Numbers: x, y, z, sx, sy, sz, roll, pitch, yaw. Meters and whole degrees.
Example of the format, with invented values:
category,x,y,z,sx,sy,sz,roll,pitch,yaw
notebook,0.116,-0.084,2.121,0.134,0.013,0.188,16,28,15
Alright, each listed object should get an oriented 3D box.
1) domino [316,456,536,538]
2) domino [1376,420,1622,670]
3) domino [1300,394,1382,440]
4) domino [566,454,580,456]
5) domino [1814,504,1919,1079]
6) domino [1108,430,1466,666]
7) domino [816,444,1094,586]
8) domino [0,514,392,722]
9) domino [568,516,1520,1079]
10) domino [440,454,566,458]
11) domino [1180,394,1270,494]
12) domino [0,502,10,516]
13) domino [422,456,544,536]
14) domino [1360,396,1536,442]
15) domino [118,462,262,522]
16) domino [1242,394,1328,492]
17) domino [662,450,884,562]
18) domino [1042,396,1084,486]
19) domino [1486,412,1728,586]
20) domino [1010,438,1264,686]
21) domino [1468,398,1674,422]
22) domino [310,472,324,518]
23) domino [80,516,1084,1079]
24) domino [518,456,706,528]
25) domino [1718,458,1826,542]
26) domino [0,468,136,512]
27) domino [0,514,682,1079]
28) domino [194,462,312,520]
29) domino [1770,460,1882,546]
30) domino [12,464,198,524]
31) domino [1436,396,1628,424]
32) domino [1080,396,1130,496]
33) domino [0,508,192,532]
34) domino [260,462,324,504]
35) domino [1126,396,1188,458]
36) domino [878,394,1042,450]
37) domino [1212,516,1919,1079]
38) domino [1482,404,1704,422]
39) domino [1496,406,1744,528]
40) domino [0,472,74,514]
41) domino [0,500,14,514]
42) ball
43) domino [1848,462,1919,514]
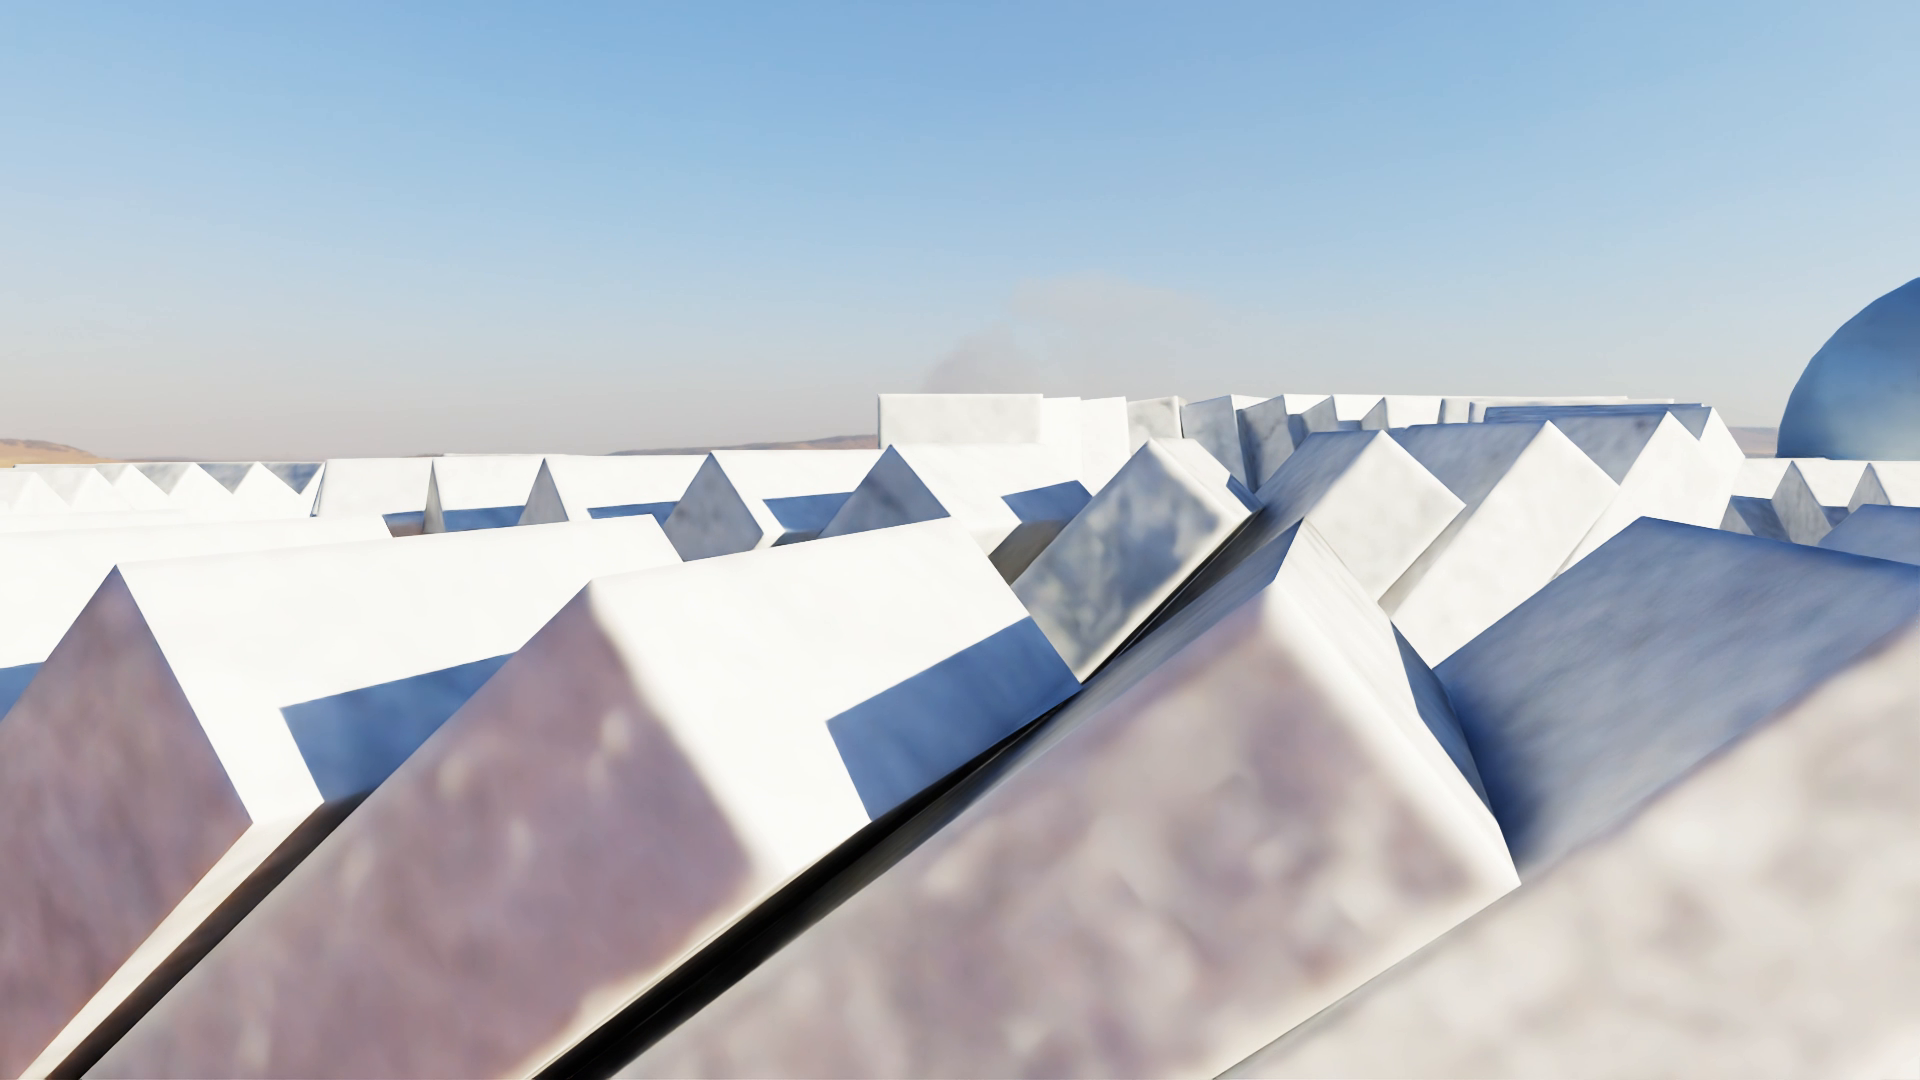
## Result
category,x,y,z,sx,sy,sz,roll,pitch,yaw
domino,-0.062,0.010,0.162,0.025,0.009,0.050,-2,-38,-14
domino,0.038,0.011,0.125,0.009,0.050,0.025,39,-2,-9
domino,0.073,0.001,0.212,0.025,0.050,0.010,-2,-13,-20
domino,-0.067,0.004,0.244,0.025,0.009,0.050,2,-37,36
domino,0.029,0.019,0.053,0.050,0.010,0.025,-40,4,2
domino,0.023,0.012,0.122,0.010,0.050,0.025,42,5,-1
domino,-0.010,0.012,0.122,0.009,0.050,0.025,50,27,20
domino,-0.050,0.018,0.066,0.050,0.010,0.025,-43,-19,28
domino,-0.004,0.019,0.051,0.050,0.009,0.025,-40,-7,16
domino,-0.070,0.005,0.226,0.025,0.009,0.050,2,-38,21
domino,0.053,0.000,0.232,0.010,0.050,0.025,-10,-1,29
domino,-0.079,0.017,0.082,0.025,0.009,0.050,-4,-33,-46
domino,-0.050,0.011,0.149,0.025,0.010,0.050,-3,-38,-31
domino,0.079,0.003,0.198,0.025,0.050,0.009,0,-18,-6
domino,-0.138,0.005,0.243,0.025,0.009,0.050,1,-35,22
domino,0.065,0.000,0.224,0.025,0.050,0.010,-3,-8,-34
domino,-0.024,0.012,0.129,0.025,0.009,0.050,-5,-38,-50
domino,0.010,0.000,0.228,0.009,0.050,0.025,-7,8,-37
domino,0.052,0.010,0.131,0.010,0.050,0.025,38,-7,-16
domino,0.006,0.012,0.119,0.010,0.050,0.025,45,16,10
domino,0.079,0.006,0.169,0.025,0.050,0.009,2,-24,29
domino,-0.067,0.009,0.177,0.025,0.009,0.050,-1,-38,-5
domino,-0.020,0.019,0.054,0.050,0.009,0.025,-40,-11,21
domino,-0.038,0.012,0.138,0.025,0.009,0.050,-4,-38,-40
domino,0.147,0.006,0.218,0.025,0.009,0.050,0,45,-7
domino,-0.140,0.007,0.210,0.025,0.009,0.050,0,-35,5
domino,-0.035,0.019,0.060,0.050,0.010,0.025,-41,-14,24
domino,-0.133,0.004,0.259,0.025,0.010,0.050,1,-35,27
domino,0.152,0.008,0.202,0.025,0.010,0.050,1,45,5
domino,-0.141,0.006,0.228,0.025,0.009,0.050,1,-35,16
domino,0.082,0.004,0.183,0.025,0.050,0.009,1,-21,16
domino,0.023,0.000,0.236,0.010,0.050,0.025,-6,6,-13
domino,-0.064,0.018,0.074,0.050,0.010,0.025,-44,-22,31
domino,-0.126,0.003,0.273,0.025,0.009,0.050,2,-34,32
domino,0.039,-0.001,0.236,0.009,0.050,0.025,-6,3,14
domino,0.000,0.002,0.201,0.025,0.050,0.010,0,4,0
domino,0.012,0.019,0.050,0.050,0.009,0.025,-39,-3,11
domino,0.073,0.007,0.155,0.025,0.050,0.009,4,-27,40
domino,0.064,0.009,0.142,0.010,0.050,0.025,39,-18,-31
domino,-0.139,0.009,0.194,0.025,0.010,0.050,0,-34,0
domino,-0.137,0.010,0.178,0.025,0.009,0.050,0,-34,-4
ball,0.209,-0.017,0.255,0.080,0.080,0.080,0,4,0
domino,0.152,0.009,0.185,0.025,0.010,0.050,2,44,12
